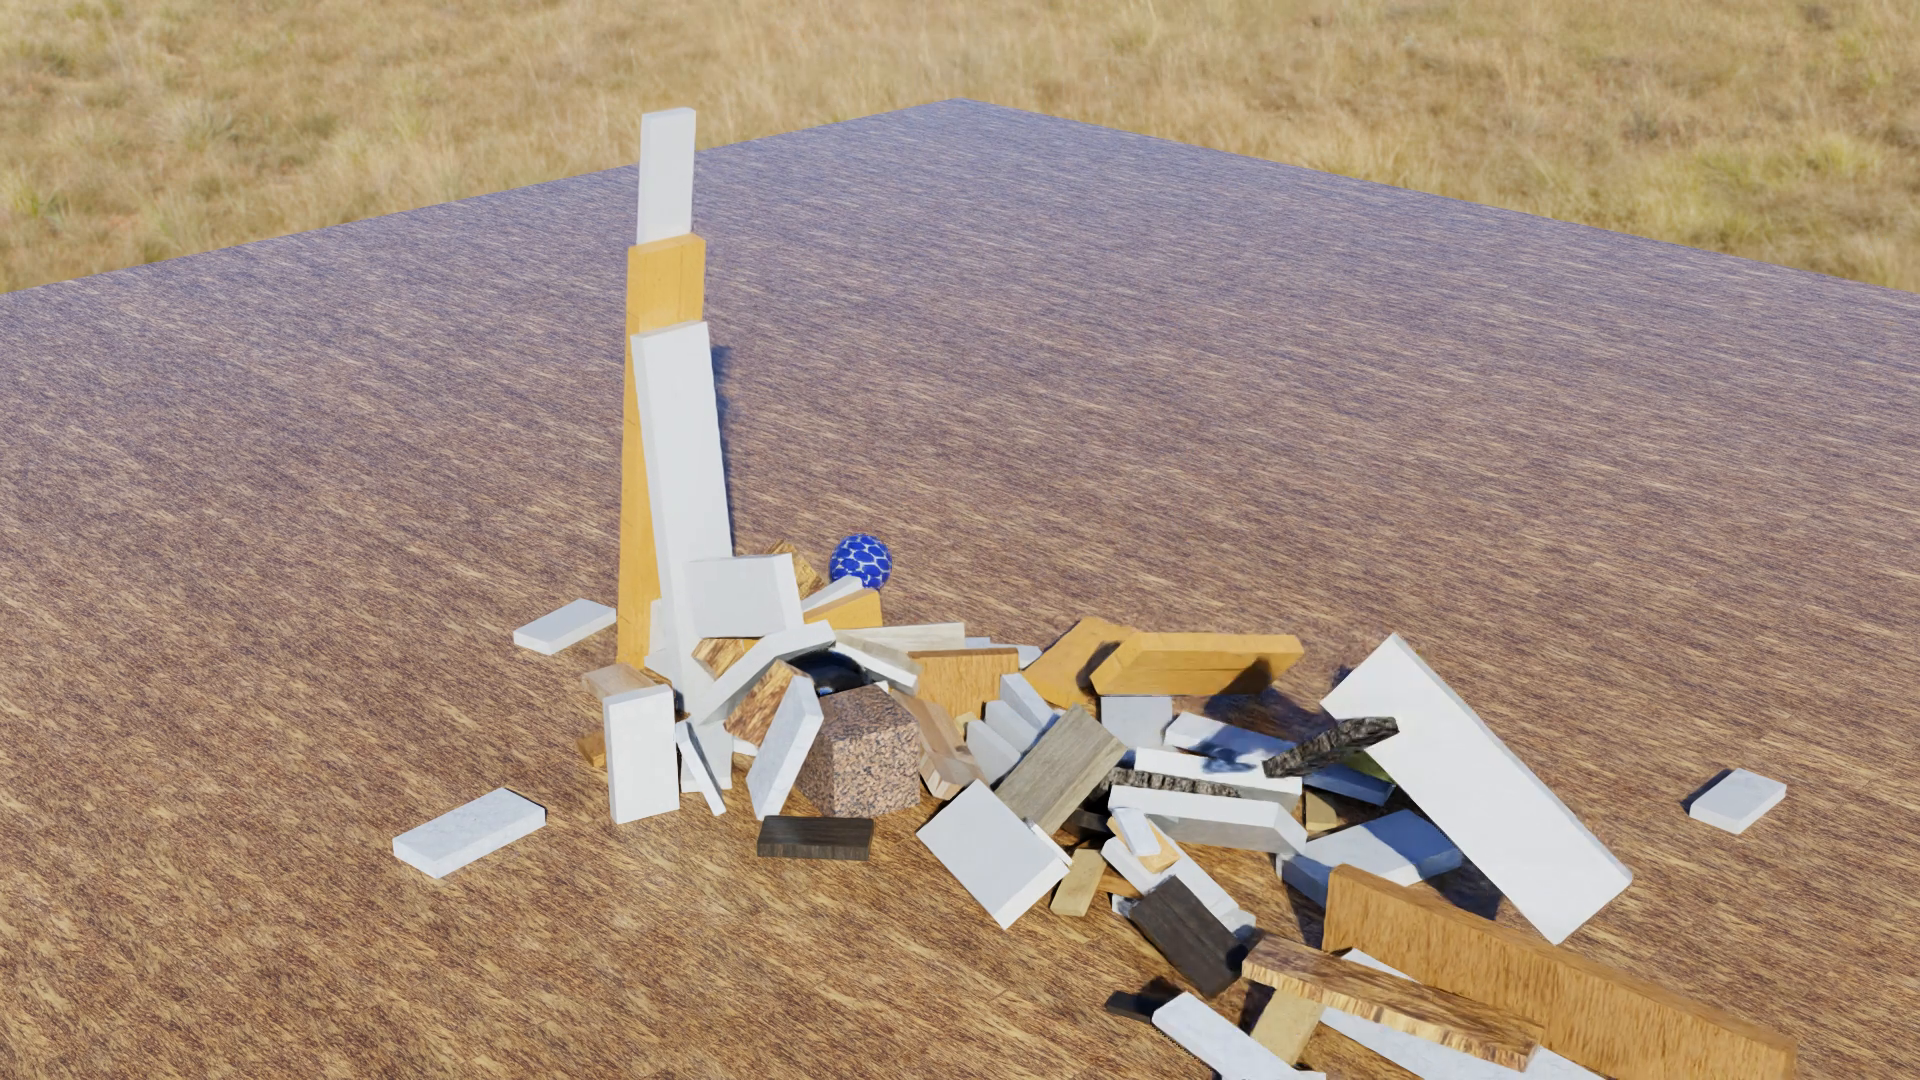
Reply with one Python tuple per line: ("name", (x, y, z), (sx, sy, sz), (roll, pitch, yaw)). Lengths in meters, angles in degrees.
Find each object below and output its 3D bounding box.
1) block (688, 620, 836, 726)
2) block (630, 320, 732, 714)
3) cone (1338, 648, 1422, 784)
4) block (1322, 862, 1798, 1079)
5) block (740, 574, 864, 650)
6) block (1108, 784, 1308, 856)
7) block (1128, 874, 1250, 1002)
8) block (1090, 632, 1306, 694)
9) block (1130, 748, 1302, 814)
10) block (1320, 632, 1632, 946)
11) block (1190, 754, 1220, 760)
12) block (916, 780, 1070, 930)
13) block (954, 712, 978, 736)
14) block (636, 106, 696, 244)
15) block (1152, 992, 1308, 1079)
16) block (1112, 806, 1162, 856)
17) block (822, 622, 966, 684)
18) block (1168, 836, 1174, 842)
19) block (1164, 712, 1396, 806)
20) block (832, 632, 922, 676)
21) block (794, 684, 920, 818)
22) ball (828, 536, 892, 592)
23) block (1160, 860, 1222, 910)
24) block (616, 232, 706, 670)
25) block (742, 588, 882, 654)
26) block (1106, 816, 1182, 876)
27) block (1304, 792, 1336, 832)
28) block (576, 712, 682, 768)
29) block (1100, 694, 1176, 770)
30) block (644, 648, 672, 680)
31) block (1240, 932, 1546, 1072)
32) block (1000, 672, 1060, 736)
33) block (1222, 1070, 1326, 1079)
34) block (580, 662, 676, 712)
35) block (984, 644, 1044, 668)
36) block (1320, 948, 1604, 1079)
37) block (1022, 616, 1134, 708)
("block", (-0.416, 0.279, 4.604), (0.167, 0.334, 0.047), (-14, 70, -44))
("block", (-0.586, -0.046, 4.782), (0.167, 0.849, 0.047), (-20, 25, -39))
("cone", (0.906, 0.342, 4.527), (0.261, 0.261, 0.261), (16, 10, -3))
("block", (0.968, 0.755, 3.652), (0.816, 0.164, 0.047), (18, 26, 38))
("block", (-0.340, 0.224, 4.961), (0.047, 0.165, 0.330), (13, 33, 44))
("block", (0.475, 0.539, 4.224), (0.343, 0.171, 0.049), (3, 66, 30))
("block", (0.412, 0.707, 3.911), (0.108, 0.031, 0.217), (-36, 55, -14))
("block", (0.517, 0.268, 4.747), (0.499, 0.164, 0.046), (3, 51, -40))
("block", (0.506, 0.483, 4.384), (0.328, 0.164, 0.047), (8, 68, 2))
("block", (0.876, 0.422, 3.749), (0.565, 0.171, 0.049), (47, 21, 9))
("block", (0.589, 0.483, 4.586), (0.209, 0.030, 0.104), (-1, 23, -2))
("block", (0.059, 0.595, 4.193), (0.164, 0.046, 0.328), (-41, 34, -7))
("block", (0.035, 0.412, 4.691), (0.050, 0.014, 0.101), (-18, 56, -43))
("block", (-0.666, -0.308, 4.825), (0.114, 1.306, 0.032), (-20, 38, -39))
("block", (0.548, 0.899, 3.488), (0.084, 0.024, 0.578), (-21, 40, -40))
("block", (0.326, 0.538, 4.060), (0.053, 0.015, 0.106), (-1, 41, -25))
("block", (-0.192, 0.268, 4.820), (0.408, 0.153, 0.043), (-3, 1, -11))
("block", (0.337, 0.570, 4.295), (0.162, 0.019, 0.068), (5, -24, 47))
("block", (0.666, 0.452, 4.575), (0.474, 0.030, 0.104), (15, 25, 22))
("block", (-0.175, 0.241, 4.630), (0.184, 0.026, 0.092), (14, -18, 39))
("block", (-0.212, 0.437, 4.485), (0.192, 0.192, 0.192), (-12, 26, -26))
("ball", (-0.246, 0.065, 5.411), (0.154, 0.154, 0.154), (0, 23, 0))
("block", (0.423, 0.633, 4.012), (0.106, 0.015, 0.053), (37, 40, 23))
("block", (-0.664, -0.173, 4.855), (0.165, 1.031, 0.047), (-20, 39, -39))
("block", (-0.322, 0.233, 4.914), (0.363, 0.147, 0.042), (-22, 24, -39))
("block", (0.340, 0.557, 4.071), (0.068, 0.019, 0.136), (-15, 48, -37))
("block", (0.729, 0.549, 4.444), (0.060, 0.017, 0.121), (3, 23, 7))
("block", (-0.703, 0.419, 4.702), (0.212, 0.026, 0.092), (-21, 30, -24))
("block", (0.380, 0.419, 4.718), (0.153, 0.043, 0.307), (1, 23, 3))
("block", (-0.630, 0.289, 4.987), (0.086, 0.024, 0.171), (-21, 31, -40))
("block", (0.718, 0.768, 3.669), (0.491, 0.031, 0.108), (15, 24, 26))
("block", (0.156, 0.412, 4.592), (0.043, 0.153, 0.305), (-5, 23, -20))
("block", (0.508, 0.900, 3.578), (0.167, 0.024, 0.084), (3, 42, 9))
("block", (-0.741, 0.341, 4.916), (0.114, 0.032, 0.229), (-16, 28, -34))
("block", (0.131, 0.267, 5.044), (0.143, 0.020, 0.072), (5, 26, -32))
("block", (0.981, 0.911, 3.489), (0.978, 0.043, 0.153), (24, 37, 39))
("block", (0.276, 0.277, 4.987), (0.147, 0.042, 0.293), (19, 36, 29))
